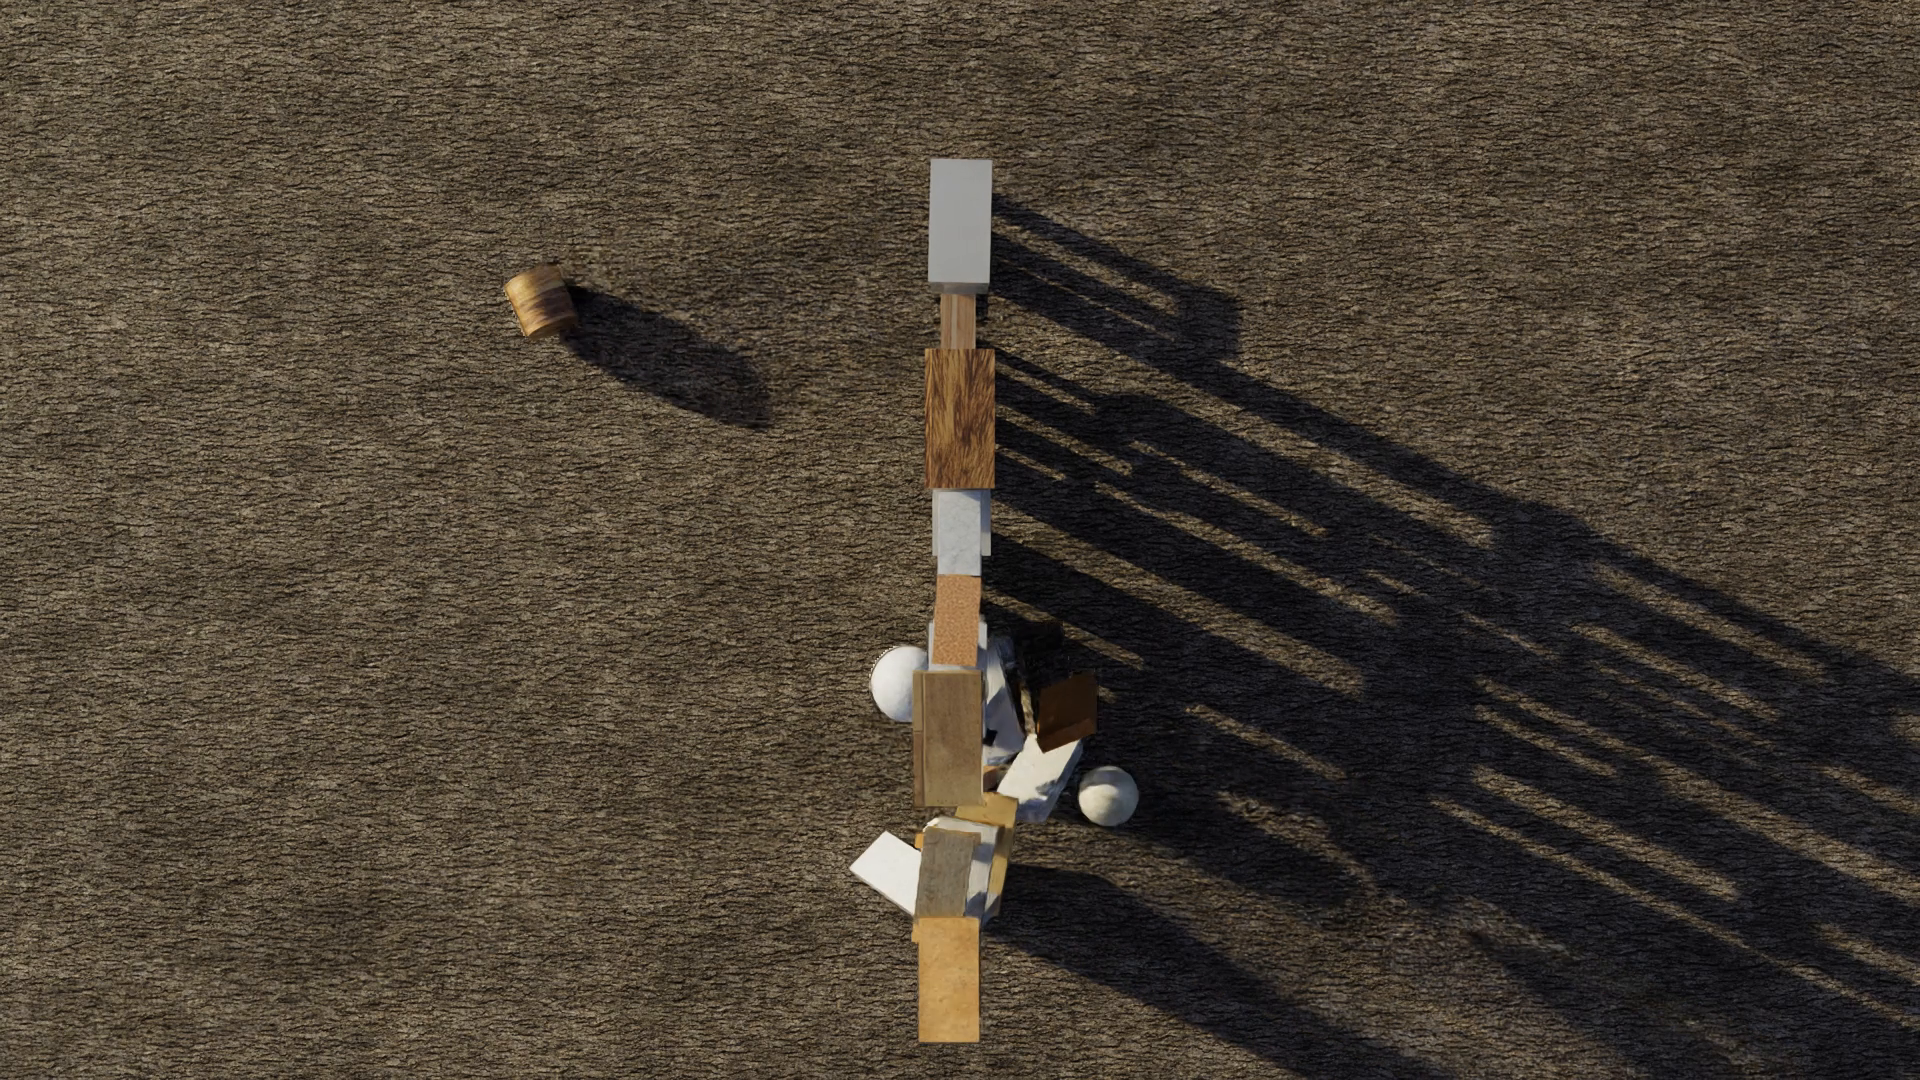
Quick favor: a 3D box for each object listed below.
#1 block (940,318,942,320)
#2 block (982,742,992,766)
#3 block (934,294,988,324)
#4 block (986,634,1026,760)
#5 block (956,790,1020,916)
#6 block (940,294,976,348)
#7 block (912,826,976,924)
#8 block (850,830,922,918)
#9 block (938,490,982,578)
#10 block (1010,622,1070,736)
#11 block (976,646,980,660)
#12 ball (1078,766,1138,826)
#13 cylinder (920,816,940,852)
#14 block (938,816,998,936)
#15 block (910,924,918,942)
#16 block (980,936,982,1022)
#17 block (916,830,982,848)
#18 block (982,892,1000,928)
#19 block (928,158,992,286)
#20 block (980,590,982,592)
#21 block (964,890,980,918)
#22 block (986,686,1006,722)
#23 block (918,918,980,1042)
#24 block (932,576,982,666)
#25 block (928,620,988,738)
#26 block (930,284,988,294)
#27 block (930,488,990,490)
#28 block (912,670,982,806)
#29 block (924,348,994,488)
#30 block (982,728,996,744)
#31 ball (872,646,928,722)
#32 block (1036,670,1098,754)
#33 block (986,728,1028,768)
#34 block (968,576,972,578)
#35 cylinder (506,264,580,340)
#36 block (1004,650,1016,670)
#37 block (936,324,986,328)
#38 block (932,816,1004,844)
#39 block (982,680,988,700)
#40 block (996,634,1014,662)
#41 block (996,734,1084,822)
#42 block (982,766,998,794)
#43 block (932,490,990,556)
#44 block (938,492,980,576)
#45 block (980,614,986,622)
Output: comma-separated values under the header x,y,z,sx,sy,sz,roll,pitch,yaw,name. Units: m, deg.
x,y,z,sx,sy,sz,roll,pitch,yaw,name
-0.007,-0.646,4.682,0.095,0.191,0.027,0,89,0,block
0.030,0.633,4.602,0.079,0.022,0.158,18,103,5,block
0.003,-0.824,5.011,0.163,0.046,0.327,0,90,0,block
0.060,0.460,4.776,0.173,0.049,0.347,-14,95,11,block
0.058,0.903,4.796,0.172,0.049,0.344,10,86,9,block
-0.005,-0.585,4.573,0.095,0.027,0.191,0,90,0,block
-0.040,0.846,4.113,0.124,0.035,0.248,9,102,6,block
-0.140,1.070,5.143,0.172,0.722,0.049,-44,111,-15,block
-0.001,-0.019,4.813,0.129,0.037,0.258,0,90,0,block
0.264,0.437,5.196,0.166,0.047,0.331,-13,97,-36,block
-0.008,0.287,4.259,0.111,0.221,0.031,1,84,3,block
0.485,0.838,5.400,0.199,0.199,0.199,0,90,0,ball
-0.033,1.036,5.363,0.196,0.196,0.196,3,126,4,cylinder
-0.002,0.914,4.423,0.159,0.045,0.318,10,92,9,block
-0.036,1.014,4.251,0.147,0.294,0.042,12,84,6,block
-0.014,1.191,4.785,0.147,1.428,0.042,-16,90,1,block
-0.028,0.772,4.245,0.124,0.248,0.035,4,84,11,block
0.007,1.024,4.606,0.159,0.318,0.045,10,91,9,block
0.001,-0.843,4.379,0.162,0.046,0.325,1,90,0,block
0.000,0.131,4.405,0.111,0.503,0.031,1,89,1,block
-0.028,0.936,4.278,0.124,0.247,0.035,6,86,10,block
0.026,0.472,4.600,0.153,0.307,0.043,-13,93,11,block
-0.027,1.081,4.065,0.147,0.042,0.294,-1,81,3,block
-0.008,0.202,4.134,0.111,0.031,0.221,3,88,2,block
-0.006,0.371,4.404,0.153,0.043,0.307,1,97,3,block
-0.001,-0.736,4.590,0.162,0.375,0.046,1,90,0,block
-0.001,-0.304,4.569,0.164,0.046,0.328,0,90,0,block
-0.029,0.484,4.038,0.166,0.047,0.332,0,99,3,block
0.000,-0.306,4.171,0.175,0.050,0.350,0,90,0,block
0.054,0.565,4.679,0.079,0.158,0.022,12,100,6,block
-0.164,0.468,5.348,0.249,0.249,0.249,0,90,0,ball
0.325,0.513,4.969,0.173,0.347,0.049,-24,106,13,block
0.058,0.678,5.340,0.166,0.331,0.047,29,45,-27,block
0.001,0.139,4.665,0.060,0.017,0.121,1,89,0,block
-1.369,-0.780,5.407,0.182,0.182,0.182,-24,90,0,cylinder
0.106,0.399,5.316,0.166,0.331,0.047,-8,78,-36,block
0.002,-0.716,5.198,0.163,0.327,0.046,0,90,0,block
0.024,0.818,4.604,0.159,0.318,0.045,7,87,9,block
-0.017,0.382,4.215,0.166,0.332,0.047,0,86,3,block
0.049,0.352,4.966,0.173,0.347,0.049,-13,94,12,block
0.232,0.713,4.963,0.172,0.344,0.049,1,122,27,block
-0.003,0.625,4.337,0.166,0.502,0.047,3,84,6,block
0.005,-0.131,5.115,0.180,0.051,0.359,0,90,0,block
-0.001,-0.016,4.324,0.109,0.031,0.218,0,90,0,block
-0.001,0.258,4.768,0.153,0.697,0.043,-3,90,0,block
